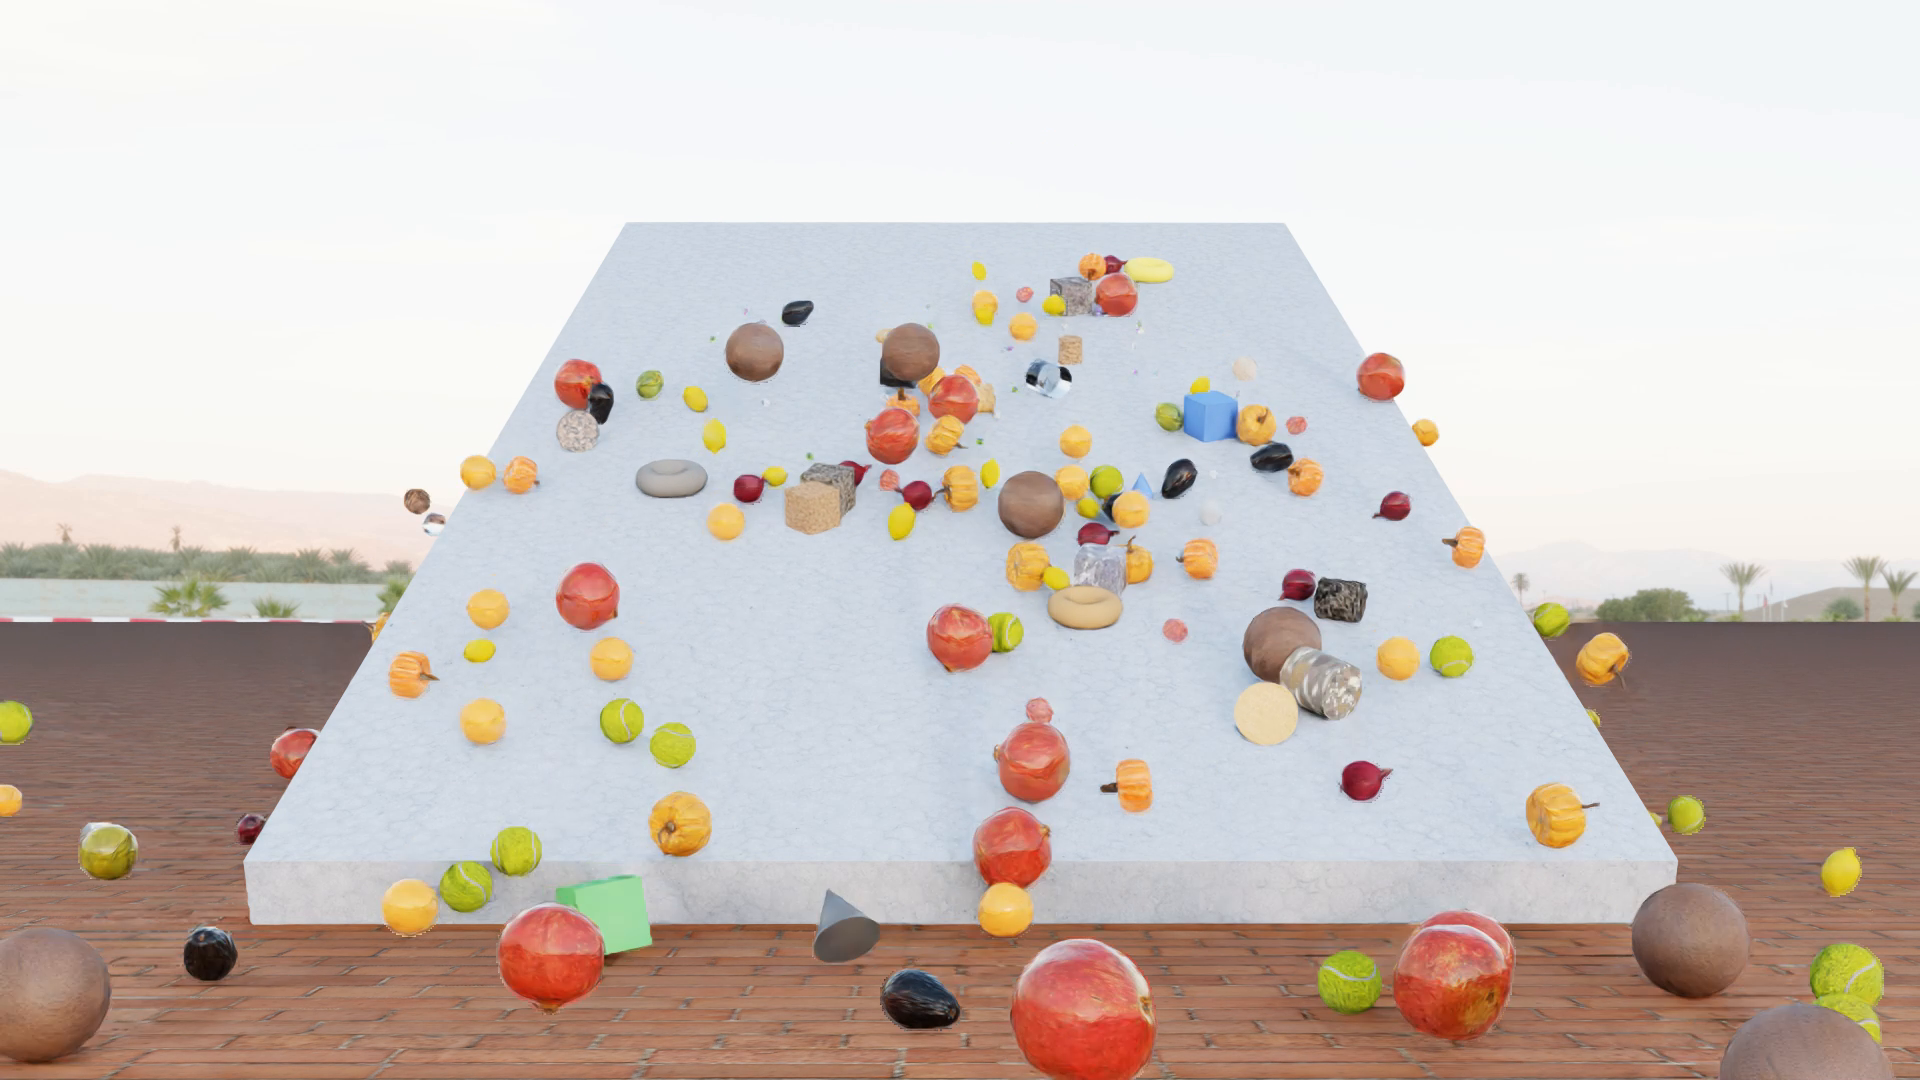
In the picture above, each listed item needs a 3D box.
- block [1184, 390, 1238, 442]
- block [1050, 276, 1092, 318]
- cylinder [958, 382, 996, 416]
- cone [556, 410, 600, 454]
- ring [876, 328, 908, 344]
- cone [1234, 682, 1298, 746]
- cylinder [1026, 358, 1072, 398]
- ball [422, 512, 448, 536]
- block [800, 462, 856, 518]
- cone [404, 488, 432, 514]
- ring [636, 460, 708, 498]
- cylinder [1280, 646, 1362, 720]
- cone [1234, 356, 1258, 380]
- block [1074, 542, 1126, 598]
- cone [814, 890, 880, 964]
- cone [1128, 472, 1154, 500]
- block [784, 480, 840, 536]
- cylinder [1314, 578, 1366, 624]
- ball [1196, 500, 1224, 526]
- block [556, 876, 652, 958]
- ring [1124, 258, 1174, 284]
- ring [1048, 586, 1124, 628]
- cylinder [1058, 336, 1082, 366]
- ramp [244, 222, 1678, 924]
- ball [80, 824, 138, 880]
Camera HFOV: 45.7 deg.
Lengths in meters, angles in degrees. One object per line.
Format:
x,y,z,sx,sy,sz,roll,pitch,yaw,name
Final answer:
0.545,-0.269,4.954,0.084,0.084,0.084,-10,23,-25,block
0.289,-0.633,5.920,0.082,0.082,0.082,-7,22,-19,block
0.039,-0.317,5.106,0.064,0.064,0.064,-14,3,-19,cylinder
-0.817,-0.225,4.893,0.092,0.092,0.092,0,-6,-3,cone
-0.169,-0.506,5.659,0.081,0.027,0.081,0,22,0,ring
0.481,0.274,3.572,0.098,0.098,0.098,0,-6,8,cone
0.203,-0.371,5.232,0.077,0.077,0.077,1,16,-36,cylinder
-1.127,-0.033,4.884,0.053,0.053,0.053,0,-2,0,ball
-0.261,-0.097,4.498,0.082,0.082,0.082,7,22,18,block
-1.141,-0.090,4.820,0.058,0.058,0.058,0,19,2,cone
-0.586,-0.125,4.619,0.146,0.049,0.146,0,20,0,ring
0.574,0.228,3.624,0.093,0.093,0.093,2,15,-41,cylinder
0.674,-0.398,5.380,0.058,0.058,0.058,0,-15,3,cone
0.253,0.058,4.094,0.078,0.078,0.078,6,21,15,block
-0.149,0.453,2.759,0.083,0.083,0.083,1,40,-26,cone
0.366,-0.114,4.585,0.054,0.054,0.054,0,21,0,cone
-0.287,-0.062,4.414,0.076,0.076,0.076,-17,27,-38,block
0.664,0.105,3.974,0.072,0.072,0.072,7,2,27,cylinder
0.486,-0.052,4.425,0.051,0.051,0.051,0,-2,0,ball
-0.452,0.477,2.883,0.087,0.087,0.087,-8,-4,-27,block
0.519,-0.741,6.259,0.138,0.046,0.138,3,23,-1,ring
0.219,0.118,3.986,0.134,0.045,0.134,1,20,0,ring
0.266,-0.457,5.487,0.059,0.059,0.059,0,21,0,cylinder
-0.005,-0.212,5.062,2.000,0.100,4.000,0,21,0,ramp
-1.397,0.513,3.740,0.091,0.091,0.091,0,-2,0,ball
